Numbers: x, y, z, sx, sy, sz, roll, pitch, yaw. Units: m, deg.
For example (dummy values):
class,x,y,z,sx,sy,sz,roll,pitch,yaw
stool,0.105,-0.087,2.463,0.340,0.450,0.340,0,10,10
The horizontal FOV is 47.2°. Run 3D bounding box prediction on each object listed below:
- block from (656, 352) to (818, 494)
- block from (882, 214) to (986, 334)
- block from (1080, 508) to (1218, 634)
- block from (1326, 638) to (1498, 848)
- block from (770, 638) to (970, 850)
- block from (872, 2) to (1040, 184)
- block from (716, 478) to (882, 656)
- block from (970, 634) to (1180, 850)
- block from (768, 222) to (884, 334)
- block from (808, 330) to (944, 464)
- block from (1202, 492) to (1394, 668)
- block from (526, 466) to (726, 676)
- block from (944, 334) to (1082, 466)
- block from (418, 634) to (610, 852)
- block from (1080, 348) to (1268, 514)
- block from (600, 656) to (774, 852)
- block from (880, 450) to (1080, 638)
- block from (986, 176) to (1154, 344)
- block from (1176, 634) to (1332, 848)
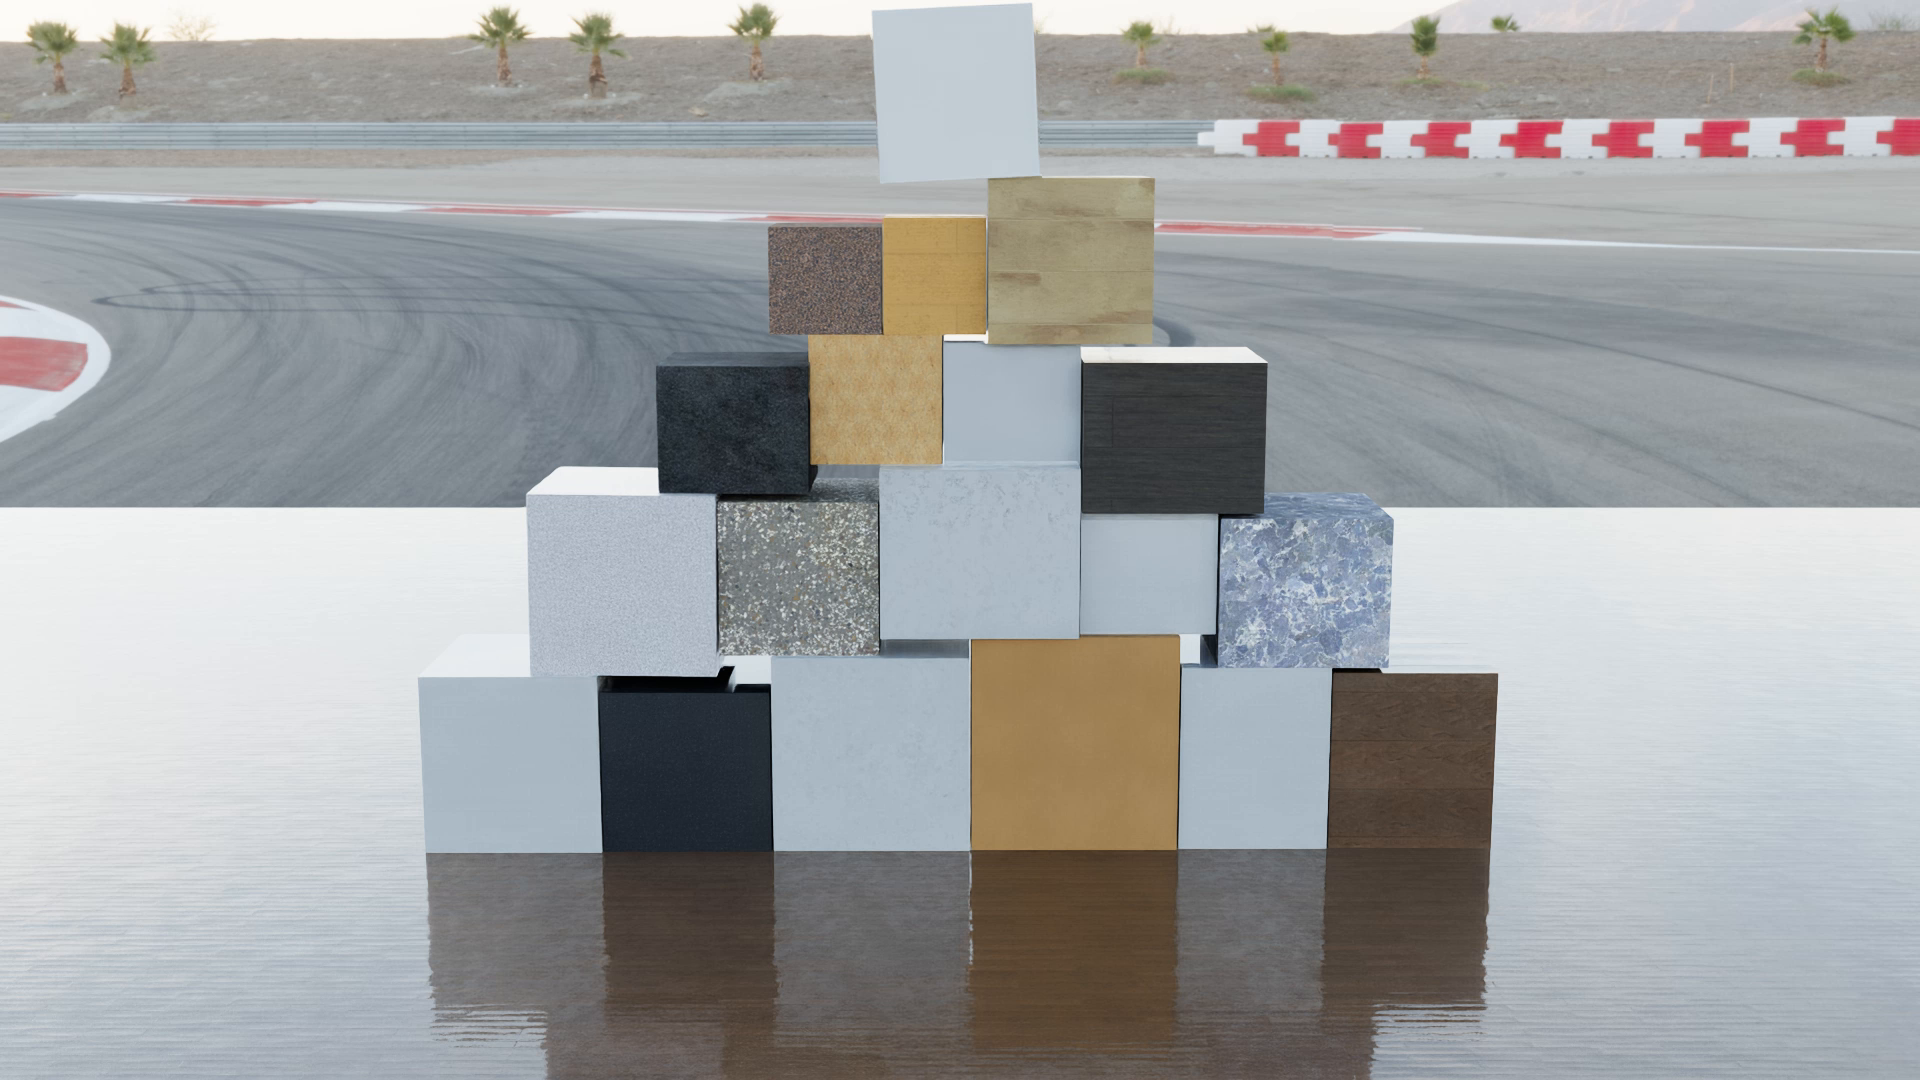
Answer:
class,x,y,z,sx,sy,sz,roll,pitch,yaw
block,-1.107,-0.600,11.072,0.736,0.624,0.736,0,10,0
block,-0.122,-1.326,10.927,0.501,0.565,0.536,0,10,0
block,0.931,0.100,11.200,0.673,0.614,0.727,0,10,0
block,2.259,1.032,11.366,0.819,0.903,0.795,0,10,0
block,-0.443,0.987,11.377,0.979,0.988,0.932,0,10,0
block,-0.019,-2.180,10.775,0.759,0.804,0.758,-3,10,0
block,-0.796,0.122,11.221,0.791,0.768,0.806,0,10,0
block,0.571,0.937,11.365,1.029,1.091,0.900,0,10,0
block,-0.655,-1.309,10.957,0.546,0.520,0.579,0,10,0
block,-0.412,-0.739,11.055,0.650,0.637,0.600,0,10,0
block,1.699,0.192,11.221,0.843,0.748,0.828,0,10,0
block,-1.656,0.145,11.217,0.918,0.902,0.904,1,10,0
block,0.255,-0.721,11.065,0.668,0.599,0.671,0,10,0
block,-2.228,1.032,11.370,0.880,0.901,0.956,0,10,0
block,1.042,-0.564,11.073,0.886,0.739,0.801,0,10,0
block,-1.360,1.073,11.381,0.836,0.817,0.931,0,10,0
block,0.097,-0.012,11.188,0.976,0.840,0.949,0,10,0
block,0.533,-1.405,10.938,0.793,0.792,0.771,0,10,0
block,1.468,1.016,11.377,0.744,0.930,0.855,0,10,0
